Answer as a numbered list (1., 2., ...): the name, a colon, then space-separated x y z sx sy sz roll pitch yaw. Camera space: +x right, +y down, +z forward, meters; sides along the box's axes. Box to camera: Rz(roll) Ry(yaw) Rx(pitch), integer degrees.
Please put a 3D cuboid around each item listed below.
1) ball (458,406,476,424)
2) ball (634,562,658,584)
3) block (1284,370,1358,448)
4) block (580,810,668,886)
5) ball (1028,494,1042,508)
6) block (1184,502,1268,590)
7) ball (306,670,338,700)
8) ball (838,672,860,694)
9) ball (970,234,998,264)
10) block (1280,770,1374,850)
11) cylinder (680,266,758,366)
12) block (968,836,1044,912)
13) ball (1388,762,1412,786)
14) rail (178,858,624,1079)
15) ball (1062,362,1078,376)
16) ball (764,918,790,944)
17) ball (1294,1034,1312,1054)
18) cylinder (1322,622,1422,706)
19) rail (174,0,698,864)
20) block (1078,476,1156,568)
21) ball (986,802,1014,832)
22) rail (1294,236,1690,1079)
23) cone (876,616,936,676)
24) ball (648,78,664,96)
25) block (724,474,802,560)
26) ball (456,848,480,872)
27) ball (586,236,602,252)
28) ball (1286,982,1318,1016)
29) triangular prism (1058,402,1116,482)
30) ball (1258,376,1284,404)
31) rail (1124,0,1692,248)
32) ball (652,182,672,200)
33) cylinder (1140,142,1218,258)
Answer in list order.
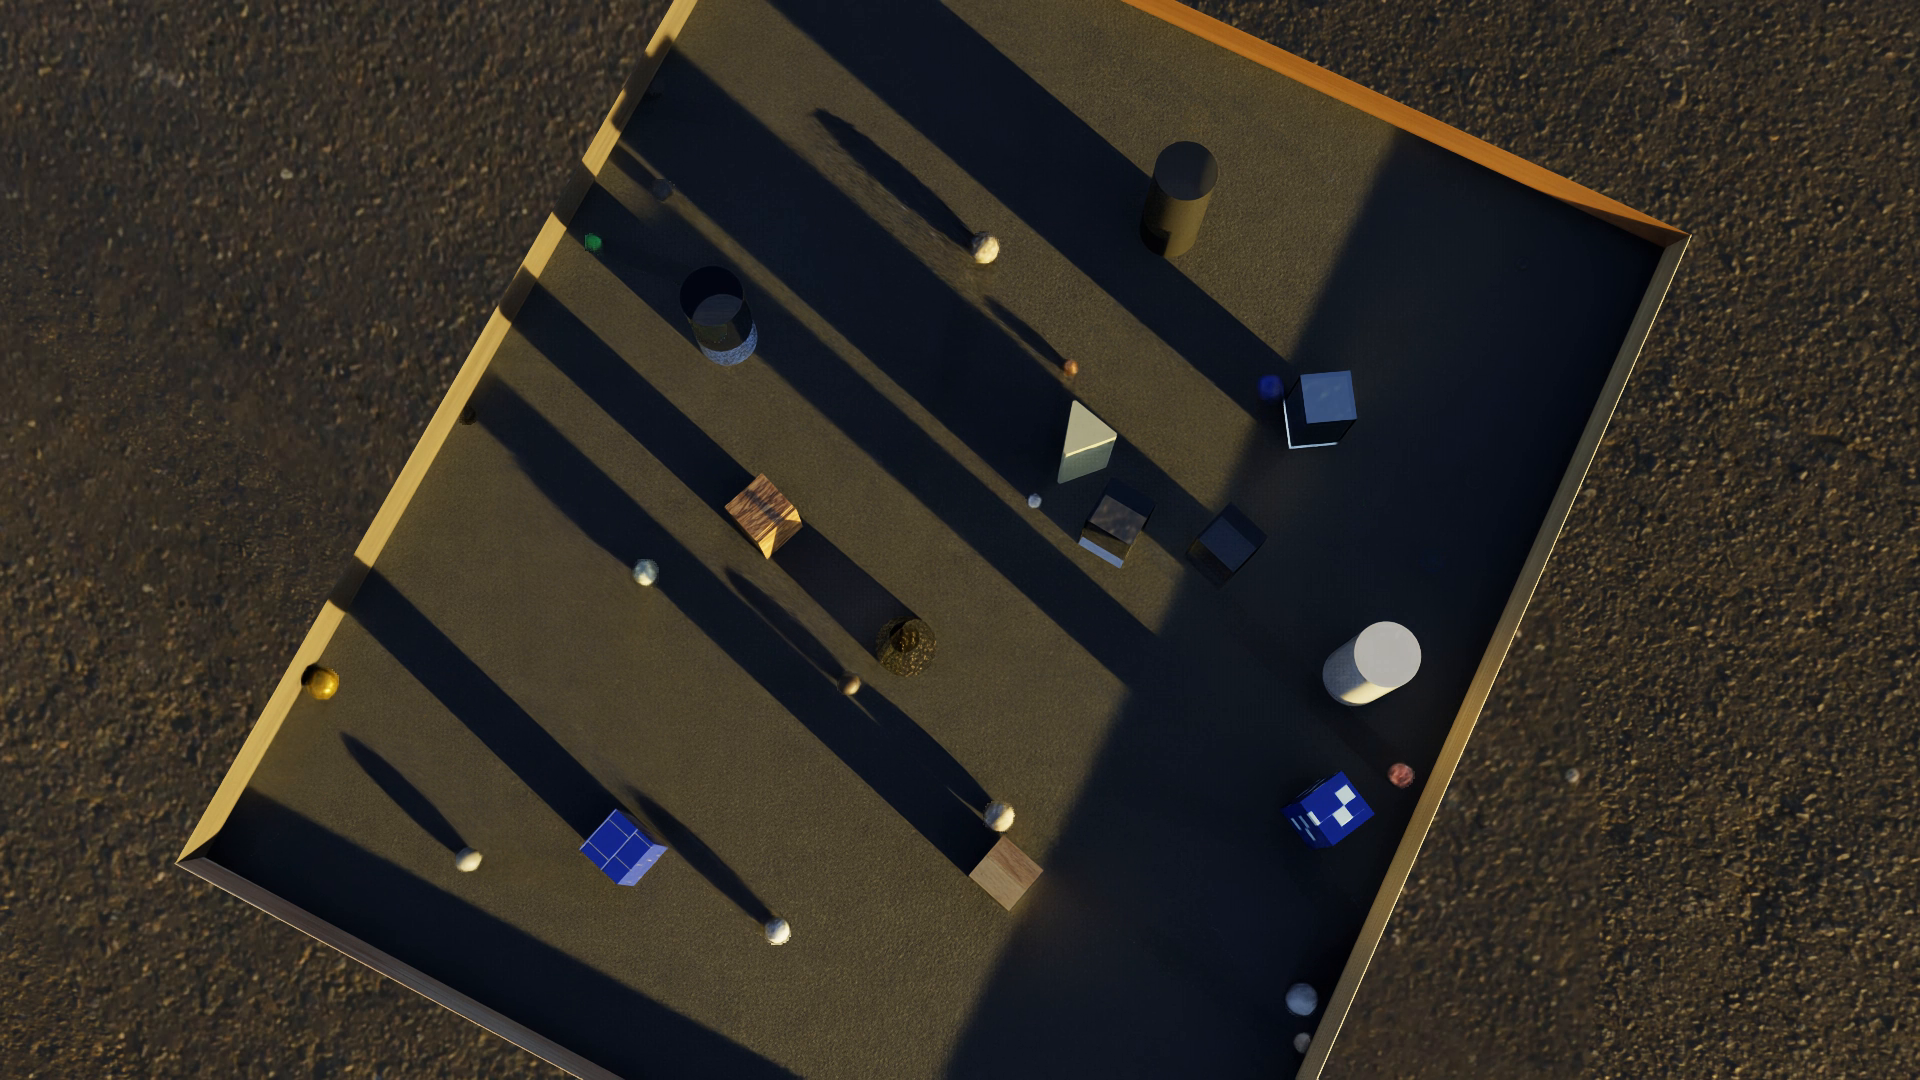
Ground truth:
1. ball: -1.526 -0.387 5.671 0.050 0.050 0.050 0 78 0
2. ball: -0.954 0.100 5.559 0.072 0.072 0.072 0 78 0
3. block: 1.087 -0.392 5.546 0.149 0.296 0.149 -5 78 -1
4. block: -0.969 0.890 5.296 0.149 0.267 0.149 41 81 8
5. ball: 0.230 -0.121 5.620 0.041 0.041 0.041 0 78 0
6. block: 0.789 0.021 5.459 0.149 0.299 0.149 44 82 8
7. ball: -1.907 0.433 5.481 0.090 0.090 0.090 0 78 0
8. ball: -0.331 0.429 5.494 0.066 0.066 0.066 0 78 0
9. ball: 0.076 -0.915 5.758 0.092 0.092 0.092 0 78 0
10. block: 1.054 0.783 5.282 0.149 0.337 0.149 -35 81 -7
11. cylinder: -0.728 -0.675 5.558 0.186 0.388 0.186 0 78 0
12. block: 0.130 0.962 5.281 0.149 0.267 0.149 41 81 8
13. ball: 1.306 0.696 5.436 0.071 0.071 0.071 0 78 0
14. rail: -0.829 1.629 5.217 3.205 0.121 0.045 26 80 5
15. ball: 0.343 -0.534 5.703 0.046 0.046 0.046 0 78 0
16. ball: -0.534 1.139 5.344 0.072 0.072 0.072 0 78 0
17. ball: 0.990 1.452 5.288 0.055 0.055 0.055 0 78 0
18. cylinder: 1.188 0.364 5.311 0.186 0.451 0.186 0 78 0
19. rail: -1.412 -0.685 5.695 0.045 0.121 3.753 26 80 5
20. block: 0.464 -0.048 5.445 0.149 0.356 0.149 31 80 6
21. ball: 0.116 0.817 5.404 0.084 0.084 0.084 0 78 0
22. rail: 1.412 0.698 5.409 0.045 0.121 3.753 26 80 5
23. cone: -0.164 0.284 5.370 0.186 0.368 0.186 0 78 0
24. ball: -0.979 -1.455 5.890 0.053 0.053 0.053 0 78 0
25. block: -0.587 -0.069 5.504 0.149 0.247 0.149 -43 81 -8
26. ball: -1.445 0.939 5.386 0.070 0.070 0.070 0 78 0
27. ball: -1.154 -0.937 5.785 0.050 0.050 0.050 0 78 0
28. ball: 0.988 1.326 5.295 0.093 0.093 0.093 0 78 0
29. triangular prism: 0.355 -0.304 5.491 0.161 0.369 0.140 -19 79 -4
30. ball: 0.961 -0.463 5.670 0.083 0.083 0.083 0 78 0
31. rail: 0.829 -1.616 5.888 3.205 0.121 0.045 26 80 5
32. ball: -0.947 -1.108 5.815 0.060 0.060 0.060 0 78 0
33. cylinder: 0.663 -1.034 5.593 0.186 0.465 0.186 0 78 0
